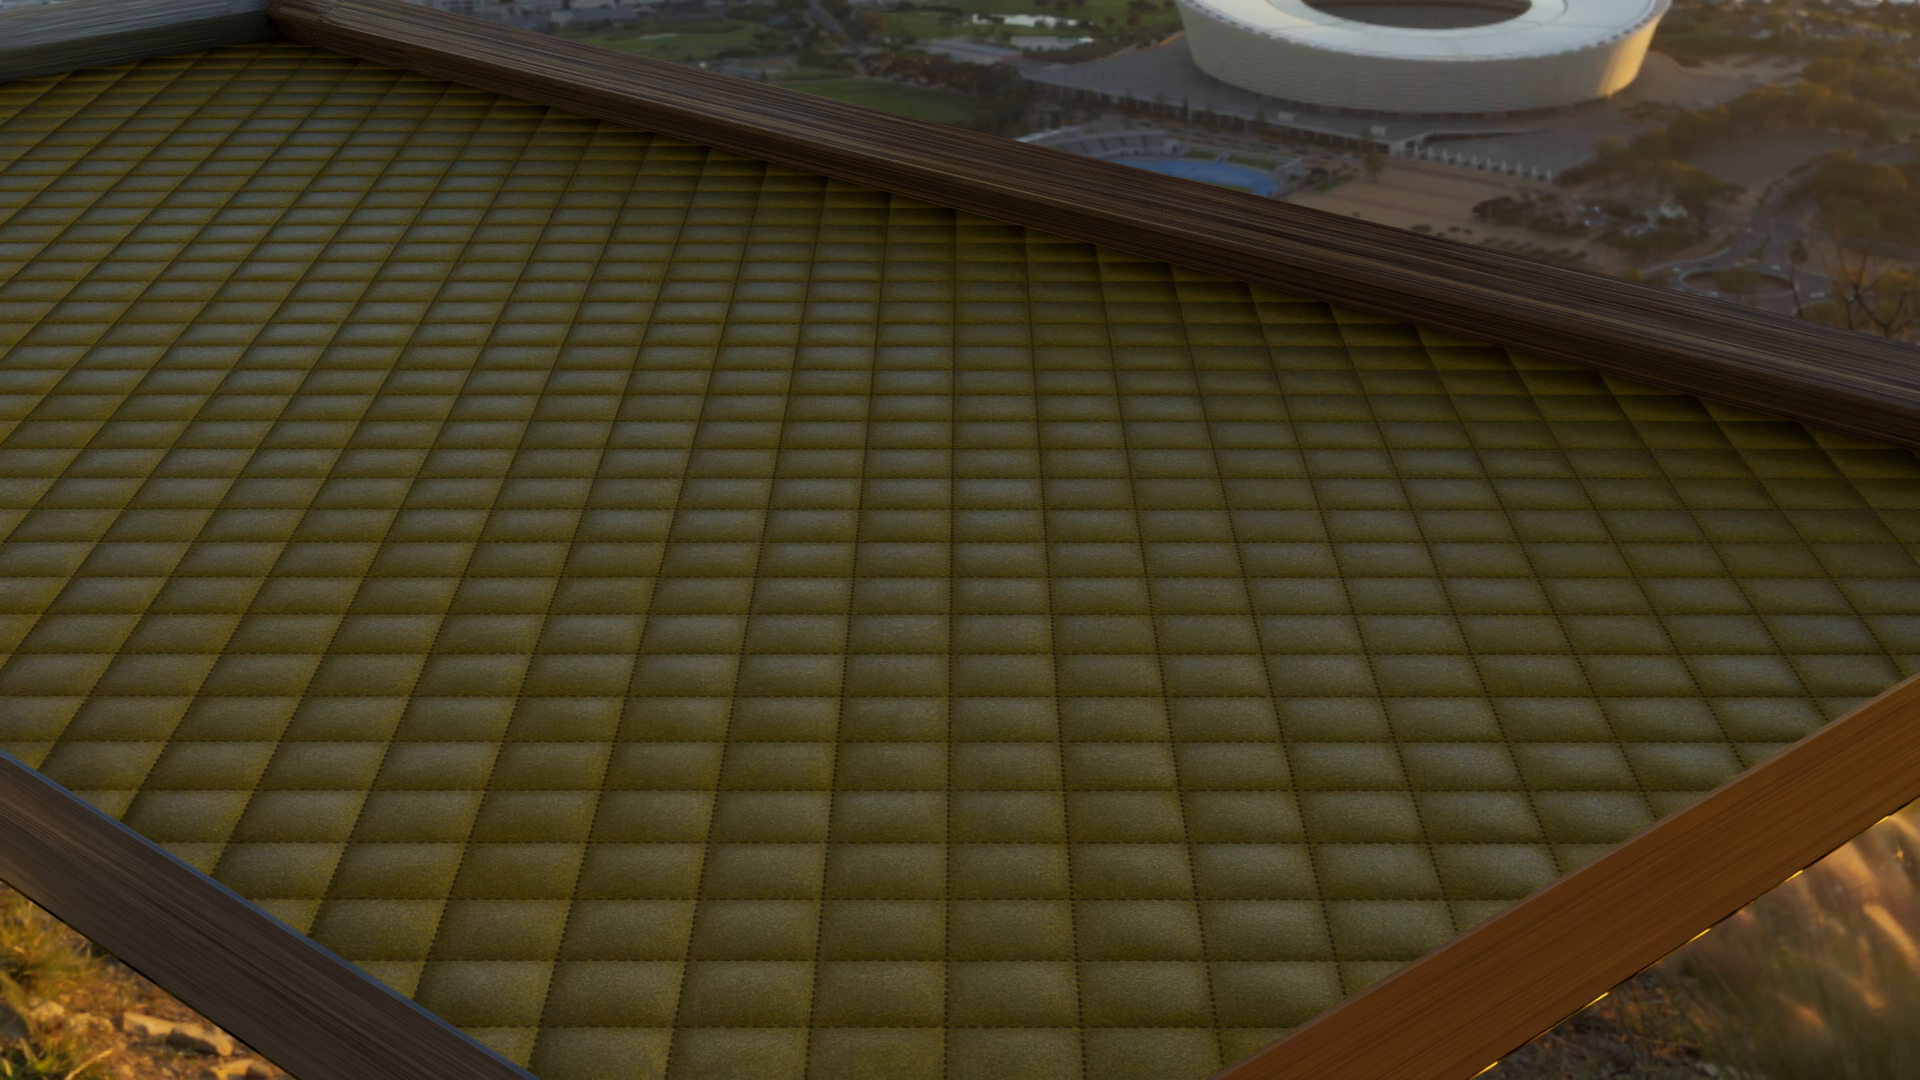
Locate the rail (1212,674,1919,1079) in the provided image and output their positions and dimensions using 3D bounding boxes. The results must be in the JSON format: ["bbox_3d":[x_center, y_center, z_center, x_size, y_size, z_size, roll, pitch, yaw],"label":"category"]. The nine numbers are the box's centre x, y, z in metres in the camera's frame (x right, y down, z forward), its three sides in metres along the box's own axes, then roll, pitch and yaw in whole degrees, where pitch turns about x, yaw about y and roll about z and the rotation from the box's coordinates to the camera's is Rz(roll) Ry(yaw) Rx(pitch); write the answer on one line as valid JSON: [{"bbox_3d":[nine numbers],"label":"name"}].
[{"bbox_3d":[0.584,0.184,2.113,1.837,0.109,0.045,-20,28,-41],"label":"rail"}]

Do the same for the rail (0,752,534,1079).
[{"bbox_3d":[-1.235,-0.015,2.634,0.045,0.109,3.406,-20,28,-41],"label":"rail"}]

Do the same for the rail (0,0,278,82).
[{"bbox_3d":[-1.787,-0.665,4.334,1.837,0.109,0.045,-20,28,-41],"label":"rail"}]

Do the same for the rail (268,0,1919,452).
[{"bbox_3d":[0.032,-0.466,3.814,0.045,0.109,3.406,-20,28,-41],"label":"rail"}]
